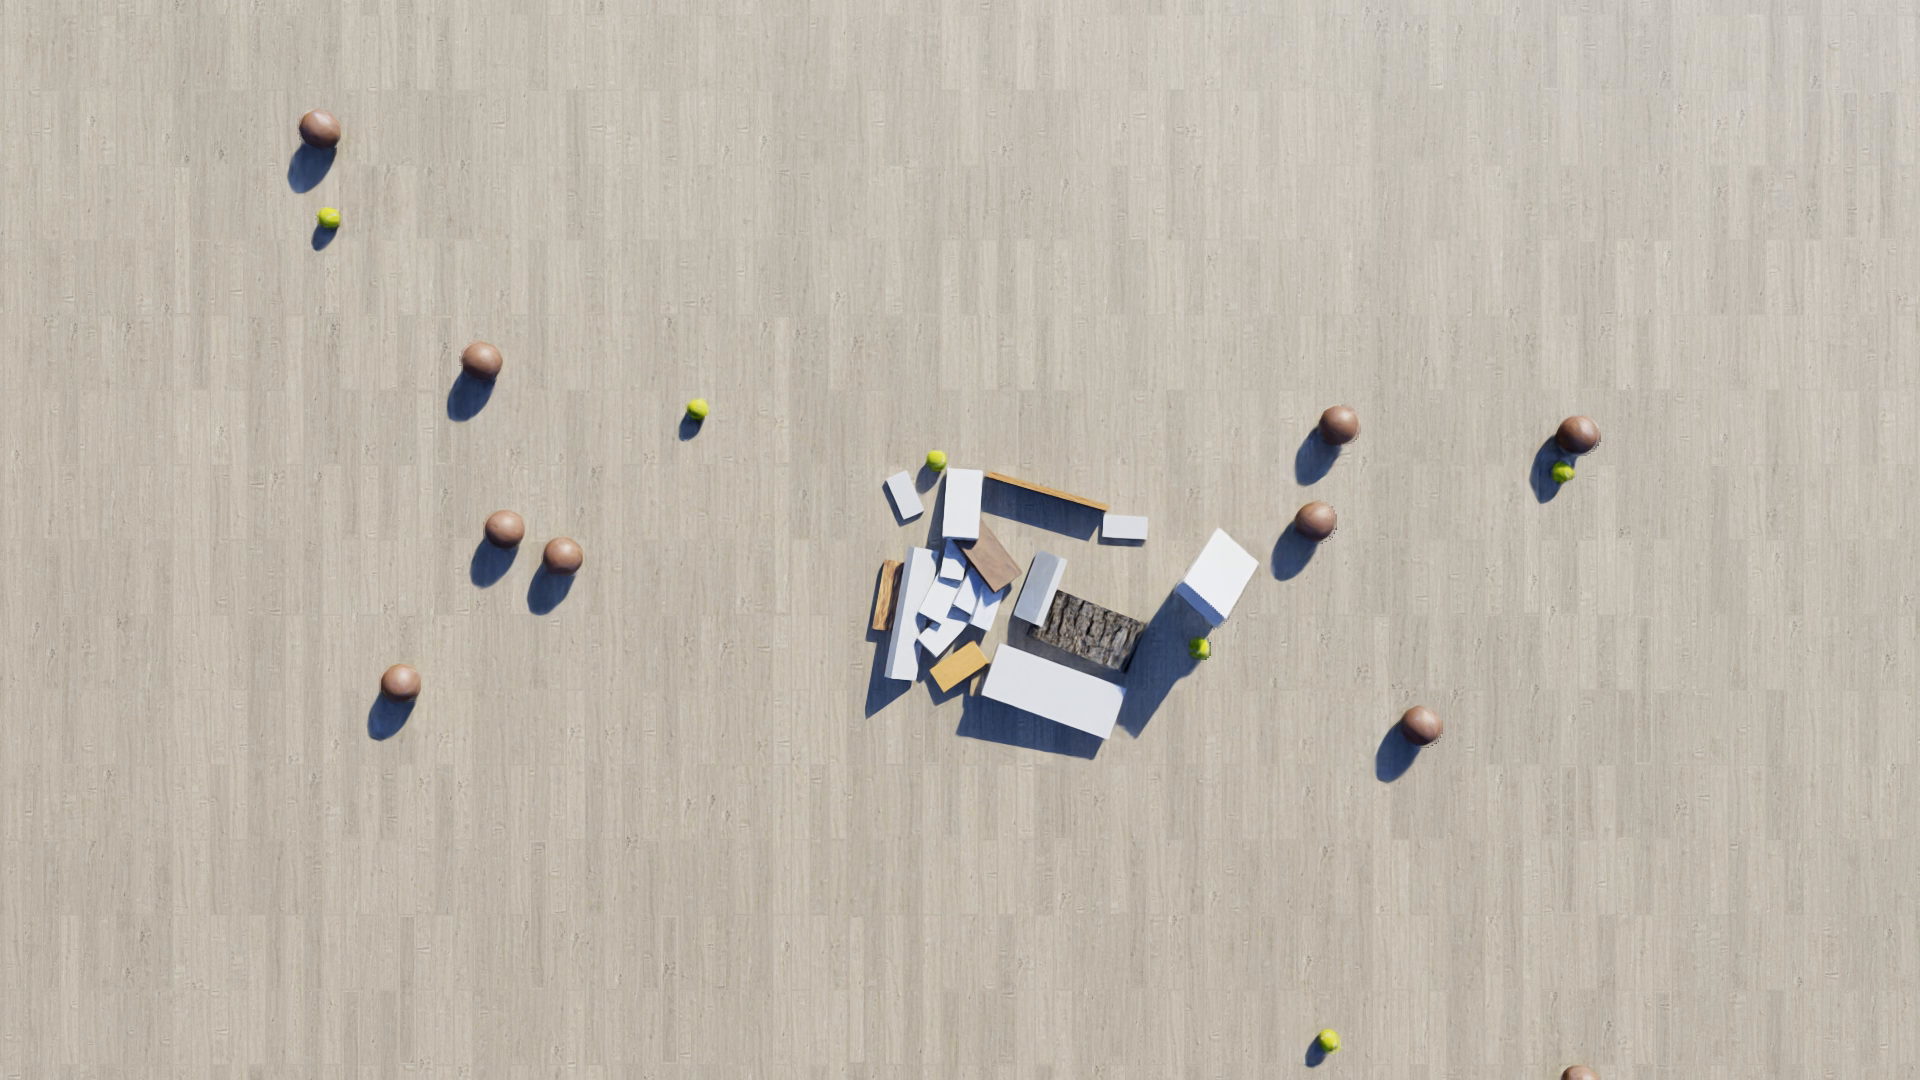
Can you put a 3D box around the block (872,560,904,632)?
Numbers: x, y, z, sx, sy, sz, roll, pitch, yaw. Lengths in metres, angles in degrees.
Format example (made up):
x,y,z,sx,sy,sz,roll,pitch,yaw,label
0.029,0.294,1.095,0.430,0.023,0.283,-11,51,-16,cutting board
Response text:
x,y,z,sx,sy,sz,roll,pitch,yaw,label
-0.212,0.189,5.483,0.117,0.033,0.233,10,90,0,block

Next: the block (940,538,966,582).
x,y,z,sx,sy,sz,roll,pitch,yaw,label
-0.016,0.057,5.469,0.076,0.021,0.151,11,74,-1,block

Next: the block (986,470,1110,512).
x,y,z,sx,sy,sz,roll,pitch,yaw,label
0.291,-0.162,5.463,0.415,0.074,0.021,16,90,0,block

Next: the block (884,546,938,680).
x,y,z,sx,sy,sz,roll,pitch,yaw,label
-0.159,0.243,5.446,0.033,0.117,0.436,10,90,43,block

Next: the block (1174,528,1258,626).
x,y,z,sx,sy,sz,roll,pitch,yaw,label
0.834,0.116,5.347,0.178,0.356,0.050,42,130,0,block

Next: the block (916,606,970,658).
x,y,z,sx,sy,sz,roll,pitch,yaw,label
-0.050,0.295,5.465,0.089,0.025,0.177,45,75,0,block

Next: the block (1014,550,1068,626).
x,y,z,sx,sy,sz,roll,pitch,yaw,label
0.265,0.157,5.444,0.033,0.117,0.234,21,90,-39,block

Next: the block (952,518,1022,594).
x,y,z,sx,sy,sz,roll,pitch,yaw,label
0.089,0.051,5.452,0.117,0.033,0.234,-35,82,-16,block

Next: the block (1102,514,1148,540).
x,y,z,sx,sy,sz,roll,pitch,yaw,label
0.549,-0.043,5.490,0.148,0.021,0.074,4,90,0,block

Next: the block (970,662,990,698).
x,y,z,sx,sy,sz,roll,pitch,yaw,label
0.155,0.473,5.483,0.233,0.033,0.117,8,90,0,block

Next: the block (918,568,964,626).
x,y,z,sx,sy,sz,roll,pitch,yaw,label
-0.061,0.184,5.458,0.089,0.025,0.177,29,72,-4,block

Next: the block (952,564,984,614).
x,y,z,sx,sy,sz,roll,pitch,yaw,label
0.039,0.164,5.462,0.076,0.021,0.151,31,77,-19,block

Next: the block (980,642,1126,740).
x,y,z,sx,sy,sz,roll,pitch,yaw,label
0.307,0.498,5.446,0.451,0.050,0.178,20,89,-7,block

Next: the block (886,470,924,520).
x,y,z,sx,sy,sz,roll,pitch,yaw,label
-0.182,-0.150,5.490,0.074,0.021,0.148,-24,90,0,block

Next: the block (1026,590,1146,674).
x,y,z,sx,sy,sz,roll,pitch,yaw,label
0.420,0.297,5.475,0.356,0.050,0.178,21,90,0,block

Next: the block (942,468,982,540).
x,y,z,sx,sy,sz,roll,pitch,yaw,label
0.009,-0.117,5.451,0.117,0.033,0.234,4,74,0,block

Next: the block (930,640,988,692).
x,y,z,sx,sy,sz,roll,pitch,yaw,label
-0.003,0.419,5.465,0.177,0.025,0.089,-35,81,10,block

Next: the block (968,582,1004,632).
x,y,z,sx,sy,sz,roll,pitch,yaw,label
0.088,0.218,5.462,0.076,0.021,0.151,24,81,-28,block
